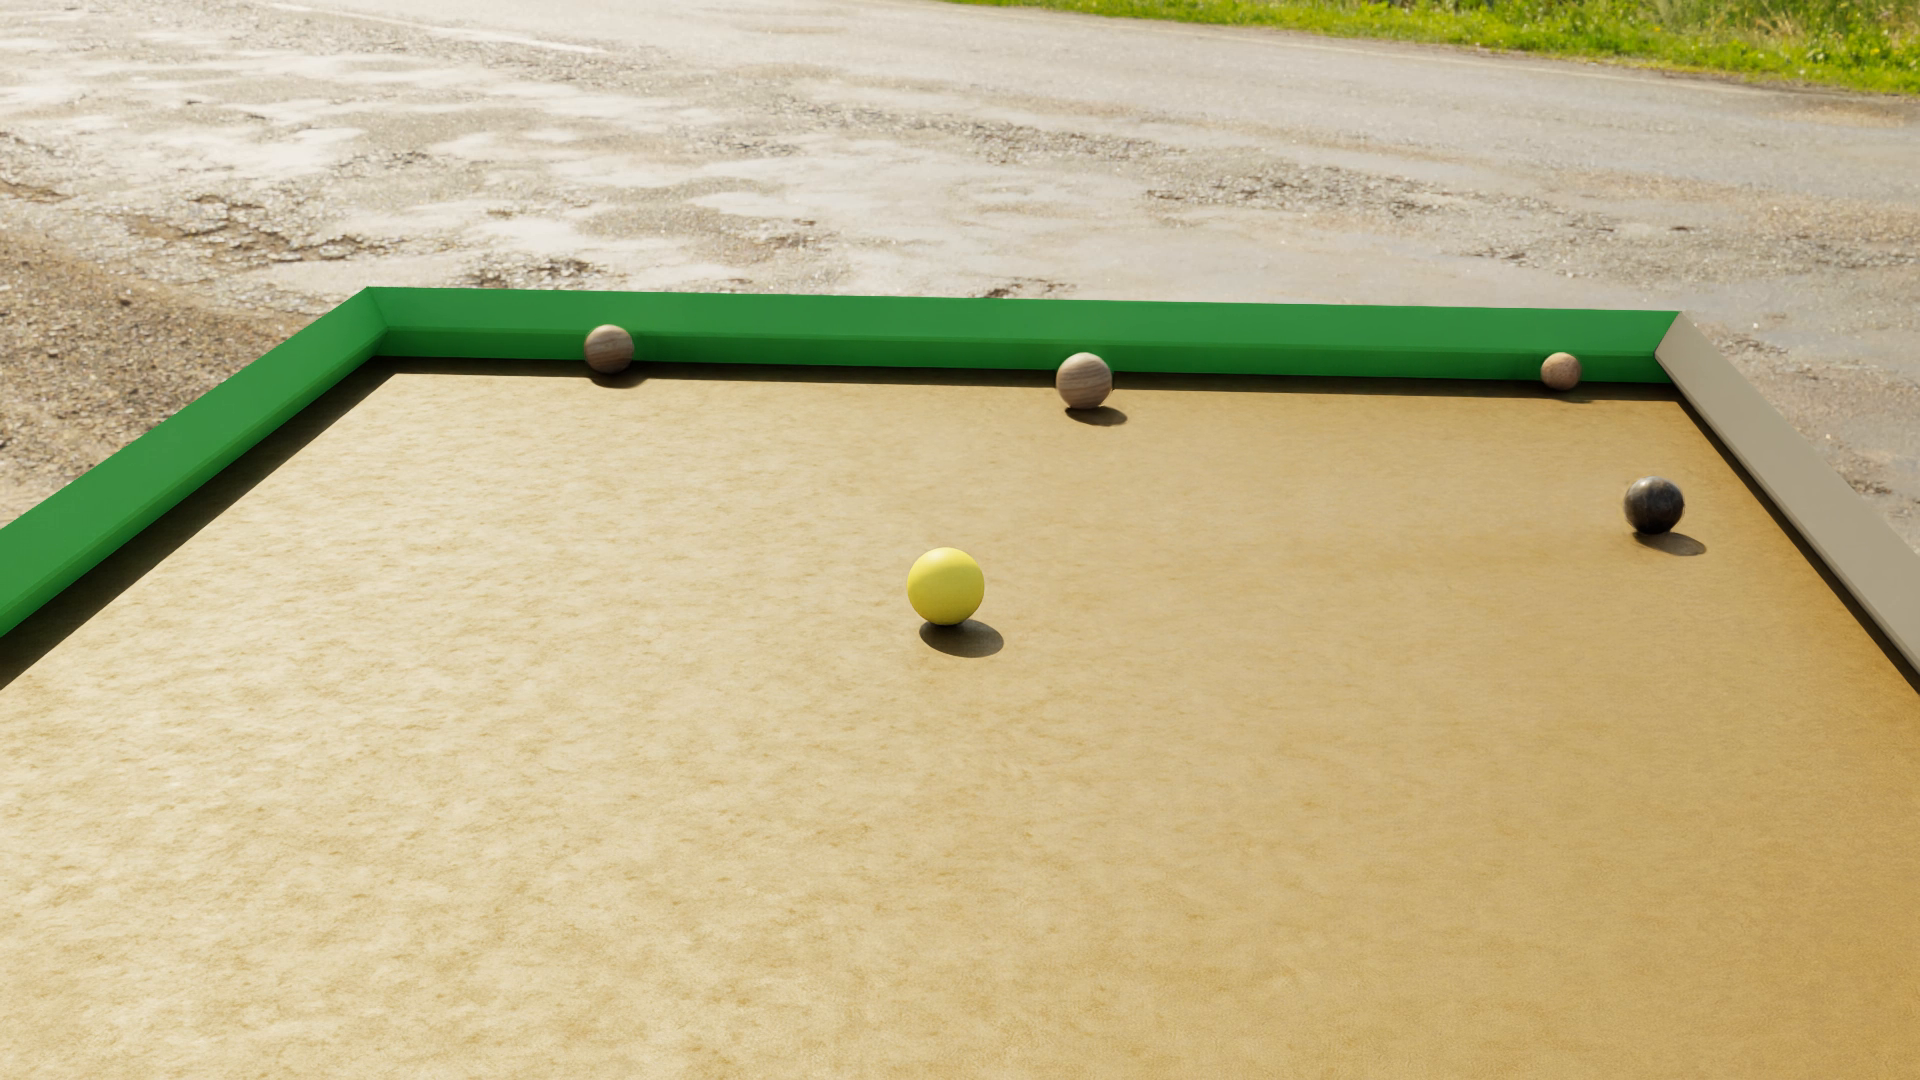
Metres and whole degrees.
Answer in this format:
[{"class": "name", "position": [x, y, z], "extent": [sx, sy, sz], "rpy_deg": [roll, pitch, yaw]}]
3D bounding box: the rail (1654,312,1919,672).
[{"class": "rail", "position": [0.930, 0.319, 1.637], "extent": [0.045, 0.112, 3.736], "rpy_deg": [2, 19, 4]}]

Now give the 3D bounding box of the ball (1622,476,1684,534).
[{"class": "ball", "position": [0.860, -0.043, 2.729], "extent": [0.072, 0.072, 0.072], "rpy_deg": [0, 19, 0]}]

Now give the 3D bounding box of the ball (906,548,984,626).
[{"class": "ball", "position": [-0.016, 0.051, 2.439], "extent": [0.087, 0.087, 0.087], "rpy_deg": [0, 19, 0]}]

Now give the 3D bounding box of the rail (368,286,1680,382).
[{"class": "rail", "position": [0.075, -0.318, 3.449], "extent": [2.067, 0.112, 0.045], "rpy_deg": [2, 19, 4]}]

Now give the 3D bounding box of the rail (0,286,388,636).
[{"class": "rail", "position": [-1.083, 0.264, 1.793], "extent": [0.045, 0.112, 3.736], "rpy_deg": [2, 19, 4]}]

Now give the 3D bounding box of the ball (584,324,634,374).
[{"class": "ball", "position": [-0.550, -0.299, 3.448], "extent": [0.078, 0.078, 0.078], "rpy_deg": [0, 19, 0]}]

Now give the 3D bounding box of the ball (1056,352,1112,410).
[{"class": "ball", "position": [0.184, -0.236, 3.261], "extent": [0.084, 0.084, 0.084], "rpy_deg": [0, 19, 0]}]

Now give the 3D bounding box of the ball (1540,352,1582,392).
[{"class": "ball", "position": [0.916, -0.256, 3.353], "extent": [0.060, 0.060, 0.060], "rpy_deg": [0, 19, 0]}]
